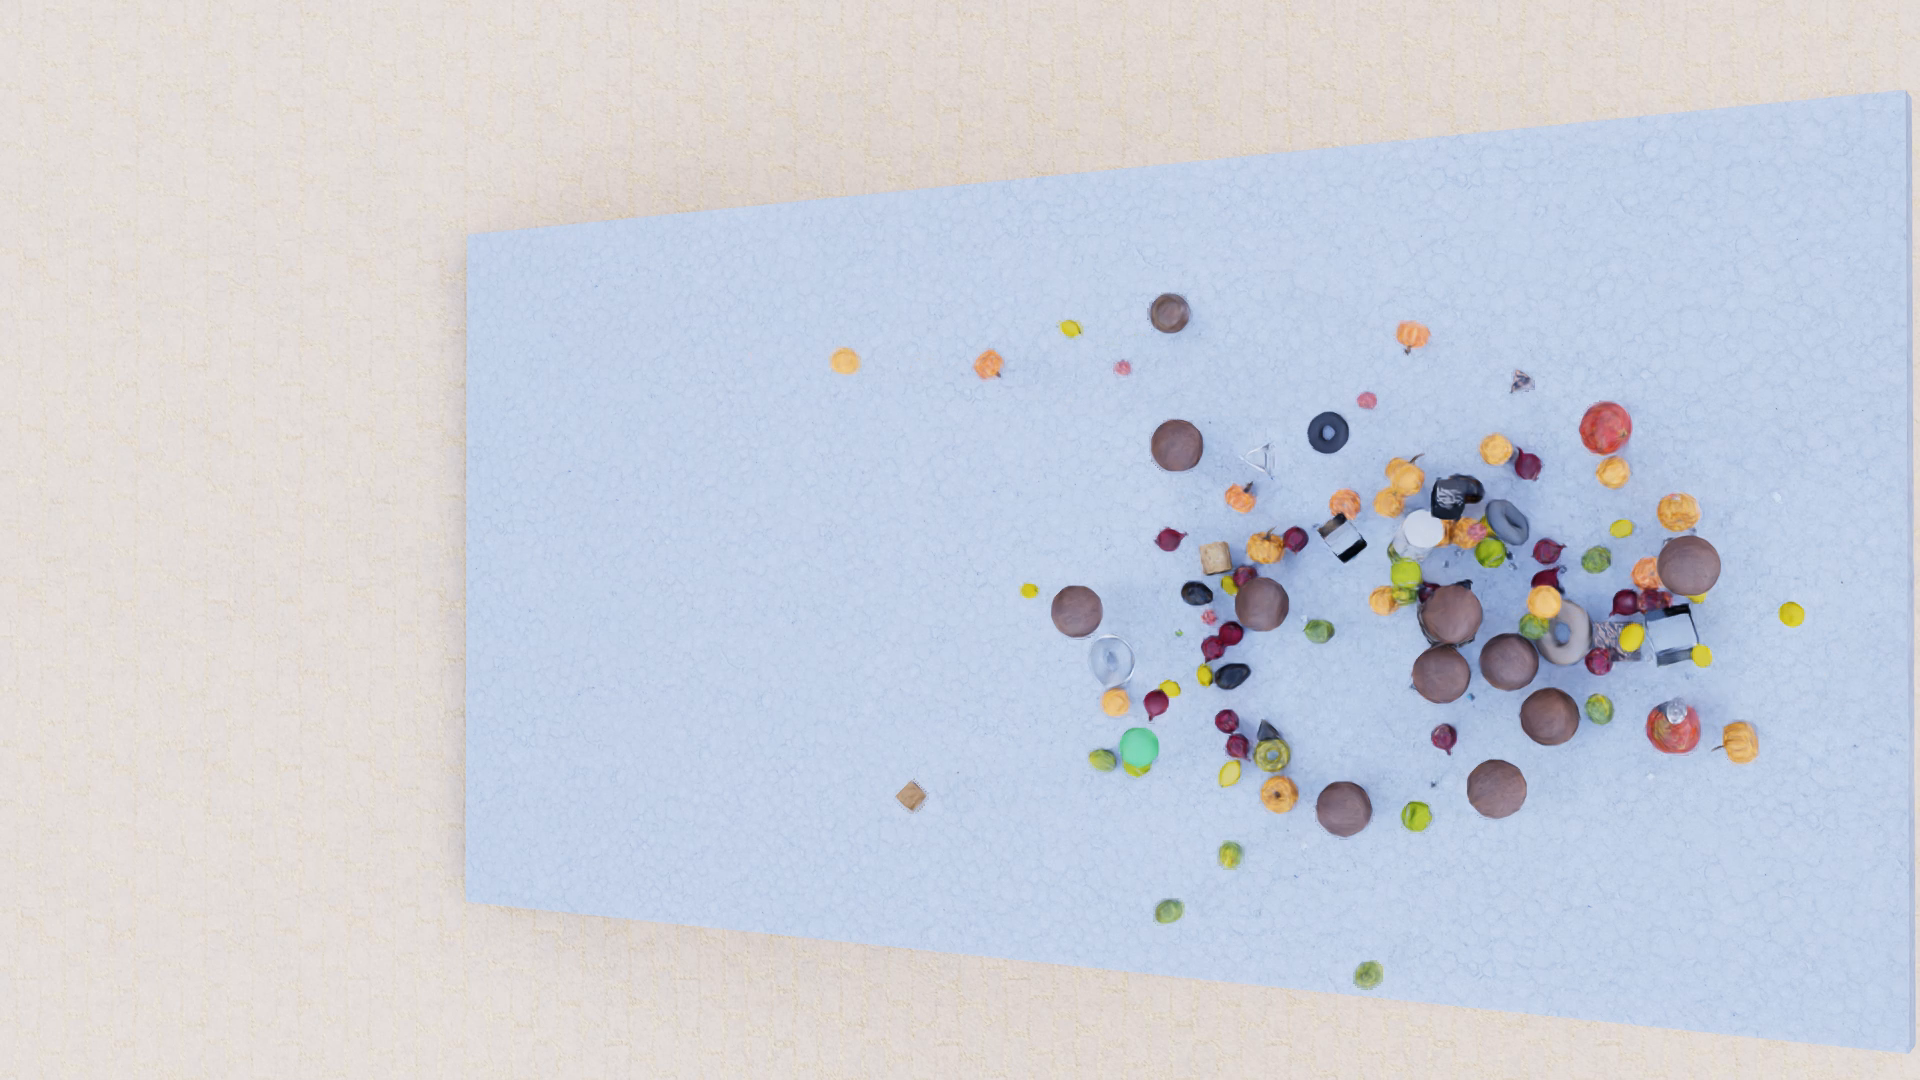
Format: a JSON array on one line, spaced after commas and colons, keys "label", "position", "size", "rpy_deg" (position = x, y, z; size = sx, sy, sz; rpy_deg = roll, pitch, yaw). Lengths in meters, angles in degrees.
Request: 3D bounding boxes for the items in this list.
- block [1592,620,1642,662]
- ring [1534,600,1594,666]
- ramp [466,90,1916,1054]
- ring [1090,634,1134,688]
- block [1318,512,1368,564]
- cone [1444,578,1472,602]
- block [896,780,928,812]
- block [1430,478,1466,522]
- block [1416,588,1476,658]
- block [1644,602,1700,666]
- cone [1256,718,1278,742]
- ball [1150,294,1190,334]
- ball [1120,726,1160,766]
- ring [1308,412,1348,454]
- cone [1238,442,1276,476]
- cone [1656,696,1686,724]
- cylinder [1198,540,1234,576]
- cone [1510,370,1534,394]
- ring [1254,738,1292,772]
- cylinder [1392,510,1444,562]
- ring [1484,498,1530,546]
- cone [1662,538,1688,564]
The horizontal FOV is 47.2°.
[{"label": "block", "position": [1.441, 0.222, 4.820], "size": [0.083, 0.083, 0.083], "rpy_deg": [3, 91, 31]}, {"label": "ring", "position": [1.340, 0.205, 4.887], "size": [0.049, 0.148, 0.148], "rpy_deg": [-2, 89, -40]}, {"label": "ramp", "position": [0.268, 0.074, 5.620], "size": [4.000, 0.100, 2.000], "rpy_deg": [0, 89, 31]}, {"label": "ring", "position": [0.377, 0.301, 5.461], "size": [0.134, 0.045, 0.134], "rpy_deg": [6, 99, 44]}, {"label": "block", "position": [0.886, -0.005, 5.095], "size": [0.071, 0.071, 0.071], "rpy_deg": [-39, 121, 10]}, {"label": "cone", "position": [1.130, 0.111, 5.007], "size": [0.057, 0.057, 0.057], "rpy_deg": [9, 89, 2]}, {"label": "block", "position": [-0.124, 0.662, 5.687], "size": [0.058, 0.058, 0.058], "rpy_deg": [43, 88, 7]}, {"label": "block", "position": [1.086, -0.090, 4.891], "size": [0.064, 0.064, 0.064], "rpy_deg": [8, 59, 3]}, {"label": "block", "position": [1.101, 0.187, 4.982], "size": [0.094, 0.094, 0.094], "rpy_deg": [-27, 112, 21]}, {"label": "block", "position": [1.533, 0.205, 4.732], "size": [0.092, 0.092, 0.092], "rpy_deg": [-15, 62, 13]}, {"label": "cone", "position": [0.727, 0.444, 5.244], "size": [0.053, 0.053, 0.053], "rpy_deg": [-18, 123, 0]}, {"label": "ball", "position": [0.512, -0.552, 5.366], "size": [0.100, 0.100, 0.100], "rpy_deg": [0, 89, 0]}, {"label": "ball", "position": [0.430, 0.496, 5.274], "size": [0.096, 0.096, 0.096], "rpy_deg": [0, 89, 0]}, {"label": "ring", "position": [0.869, -0.253, 5.191], "size": [0.101, 0.034, 0.101], "rpy_deg": [-1, 88, 30]}, {"label": "cone", "position": [0.692, -0.193, 5.168], "size": [0.078, 0.078, 0.078], "rpy_deg": [5, 89, 23]}, {"label": "cone", "position": [1.511, 0.361, 4.703], "size": [0.059, 0.059, 0.059], "rpy_deg": [-2, 94, -28]}, {"label": "cylinder", "position": [0.618, 0.044, 5.314], "size": [0.071, 0.071, 0.071], "rpy_deg": [-11, 83, 0]}, {"label": "cone", "position": [1.250, -0.345, 4.942], "size": [0.052, 0.052, 0.052], "rpy_deg": [44, 80, 0]}, {"label": "ring", "position": [0.744, 0.511, 5.234], "size": [0.091, 0.030, 0.091], "rpy_deg": [-1, 111, -4]}, {"label": "cylinder", "position": [1.029, -0.008, 4.939], "size": [0.091, 0.091, 0.091], "rpy_deg": [2, 69, -4]}, {"label": "ring", "position": [1.227, -0.040, 4.928], "size": [0.120, 0.120, 0.040], "rpy_deg": [44, 128, 0]}, {"label": "cone", "position": [1.551, 0.032, 4.791], "size": [0.052, 0.052, 0.052], "rpy_deg": [5, 123, 0]}]
